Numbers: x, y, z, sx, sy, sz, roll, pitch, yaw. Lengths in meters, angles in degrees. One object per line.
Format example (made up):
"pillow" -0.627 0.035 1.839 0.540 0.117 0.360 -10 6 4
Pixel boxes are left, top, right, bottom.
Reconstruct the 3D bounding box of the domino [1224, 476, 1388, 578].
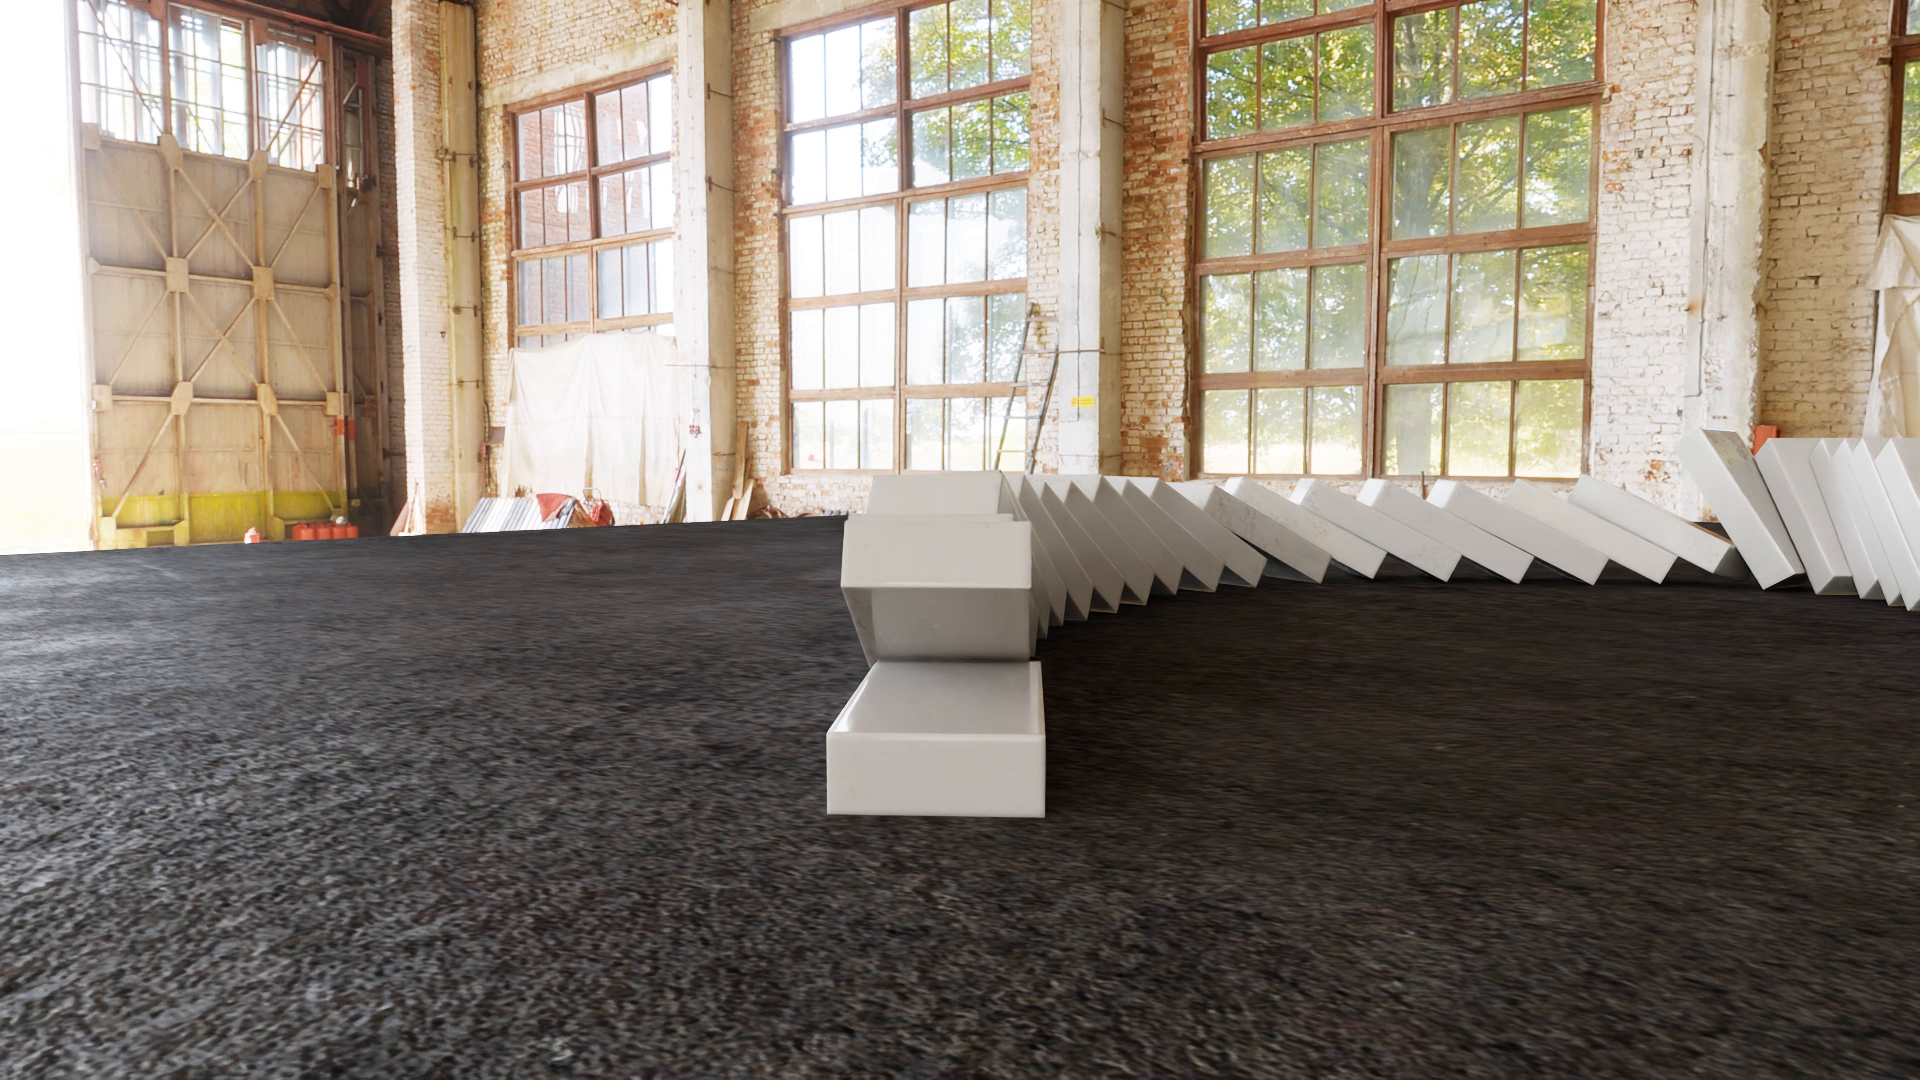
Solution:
"domino" 0.107 -0.004 0.407 0.050 0.009 0.025 28 3 2

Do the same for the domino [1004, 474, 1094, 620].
"domino" 0.011 0.003 0.292 0.025 0.009 0.050 0 -29 26

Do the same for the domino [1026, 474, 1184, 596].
"domino" 0.037 -0.001 0.344 0.025 0.010 0.050 2 -26 38

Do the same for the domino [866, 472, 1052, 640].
"domino" 0.001 0.004 0.256 0.025 0.009 0.050 0 -30 16

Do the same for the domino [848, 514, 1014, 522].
"domino" -0.002 0.010 0.214 0.025 0.010 0.050 -1 -24 5

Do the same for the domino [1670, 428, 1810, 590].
"domino" 0.236 -0.010 0.383 0.025 0.050 0.010 -1 -29 -37

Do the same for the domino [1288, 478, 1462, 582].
"domino" 0.129 -0.004 0.404 0.050 0.009 0.025 28 5 3

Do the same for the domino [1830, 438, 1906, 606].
"domino" 0.258 -0.005 0.347 0.025 0.050 0.009 1 -36 8

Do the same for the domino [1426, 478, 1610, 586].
"domino" 0.172 -0.003 0.400 0.050 0.010 0.025 28 7 5

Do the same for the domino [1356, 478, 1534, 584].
"domino" 0.151 -0.003 0.402 0.050 0.010 0.025 28 6 3

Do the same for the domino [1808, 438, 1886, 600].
"domino" 0.260 -0.007 0.359 0.025 0.050 0.010 1 -36 8

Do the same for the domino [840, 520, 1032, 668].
"domino" -0.002 0.012 0.193 0.025 0.009 0.050 0 -23 3

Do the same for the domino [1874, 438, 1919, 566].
"domino" 0.254 -0.004 0.322 0.025 0.050 0.009 1 -36 8

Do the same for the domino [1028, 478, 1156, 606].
"domino" 0.028 0.001 0.330 0.025 0.009 0.050 3 -26 36

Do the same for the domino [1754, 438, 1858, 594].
"domino" 0.255 -0.008 0.373 0.025 0.050 0.009 0 -36 1

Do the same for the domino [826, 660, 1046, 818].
"domino" -0.001 0.025 0.171 0.025 0.010 0.050 0 4 3

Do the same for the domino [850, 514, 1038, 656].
"domino" -0.002 0.009 0.239 0.025 0.009 0.050 1 -22 14

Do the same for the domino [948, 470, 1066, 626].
"domino" 0.004 0.003 0.273 0.025 0.009 0.050 -3 -31 20

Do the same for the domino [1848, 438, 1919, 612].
"domino" 0.255 -0.005 0.335 0.025 0.050 0.010 1 -36 8

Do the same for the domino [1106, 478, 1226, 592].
"domino" 0.050 -0.001 0.363 0.025 0.010 0.050 5 -24 48

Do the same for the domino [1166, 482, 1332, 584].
"domino" 0.086 -0.002 0.392 0.050 0.009 0.025 27 -8 -25

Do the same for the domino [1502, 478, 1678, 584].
"domino" 0.197 -0.004 0.402 0.050 0.009 0.025 32 17 24

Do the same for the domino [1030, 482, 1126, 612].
"domino" 0.019 0.002 0.313 0.025 0.009 0.050 3 -26 32

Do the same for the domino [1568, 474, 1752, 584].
"domino" 0.219 -0.004 0.400 0.025 0.009 0.050 11 21 -38

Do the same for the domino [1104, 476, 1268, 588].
"domino" 0.065 -0.002 0.379 0.050 0.010 0.025 32 -14 -31
